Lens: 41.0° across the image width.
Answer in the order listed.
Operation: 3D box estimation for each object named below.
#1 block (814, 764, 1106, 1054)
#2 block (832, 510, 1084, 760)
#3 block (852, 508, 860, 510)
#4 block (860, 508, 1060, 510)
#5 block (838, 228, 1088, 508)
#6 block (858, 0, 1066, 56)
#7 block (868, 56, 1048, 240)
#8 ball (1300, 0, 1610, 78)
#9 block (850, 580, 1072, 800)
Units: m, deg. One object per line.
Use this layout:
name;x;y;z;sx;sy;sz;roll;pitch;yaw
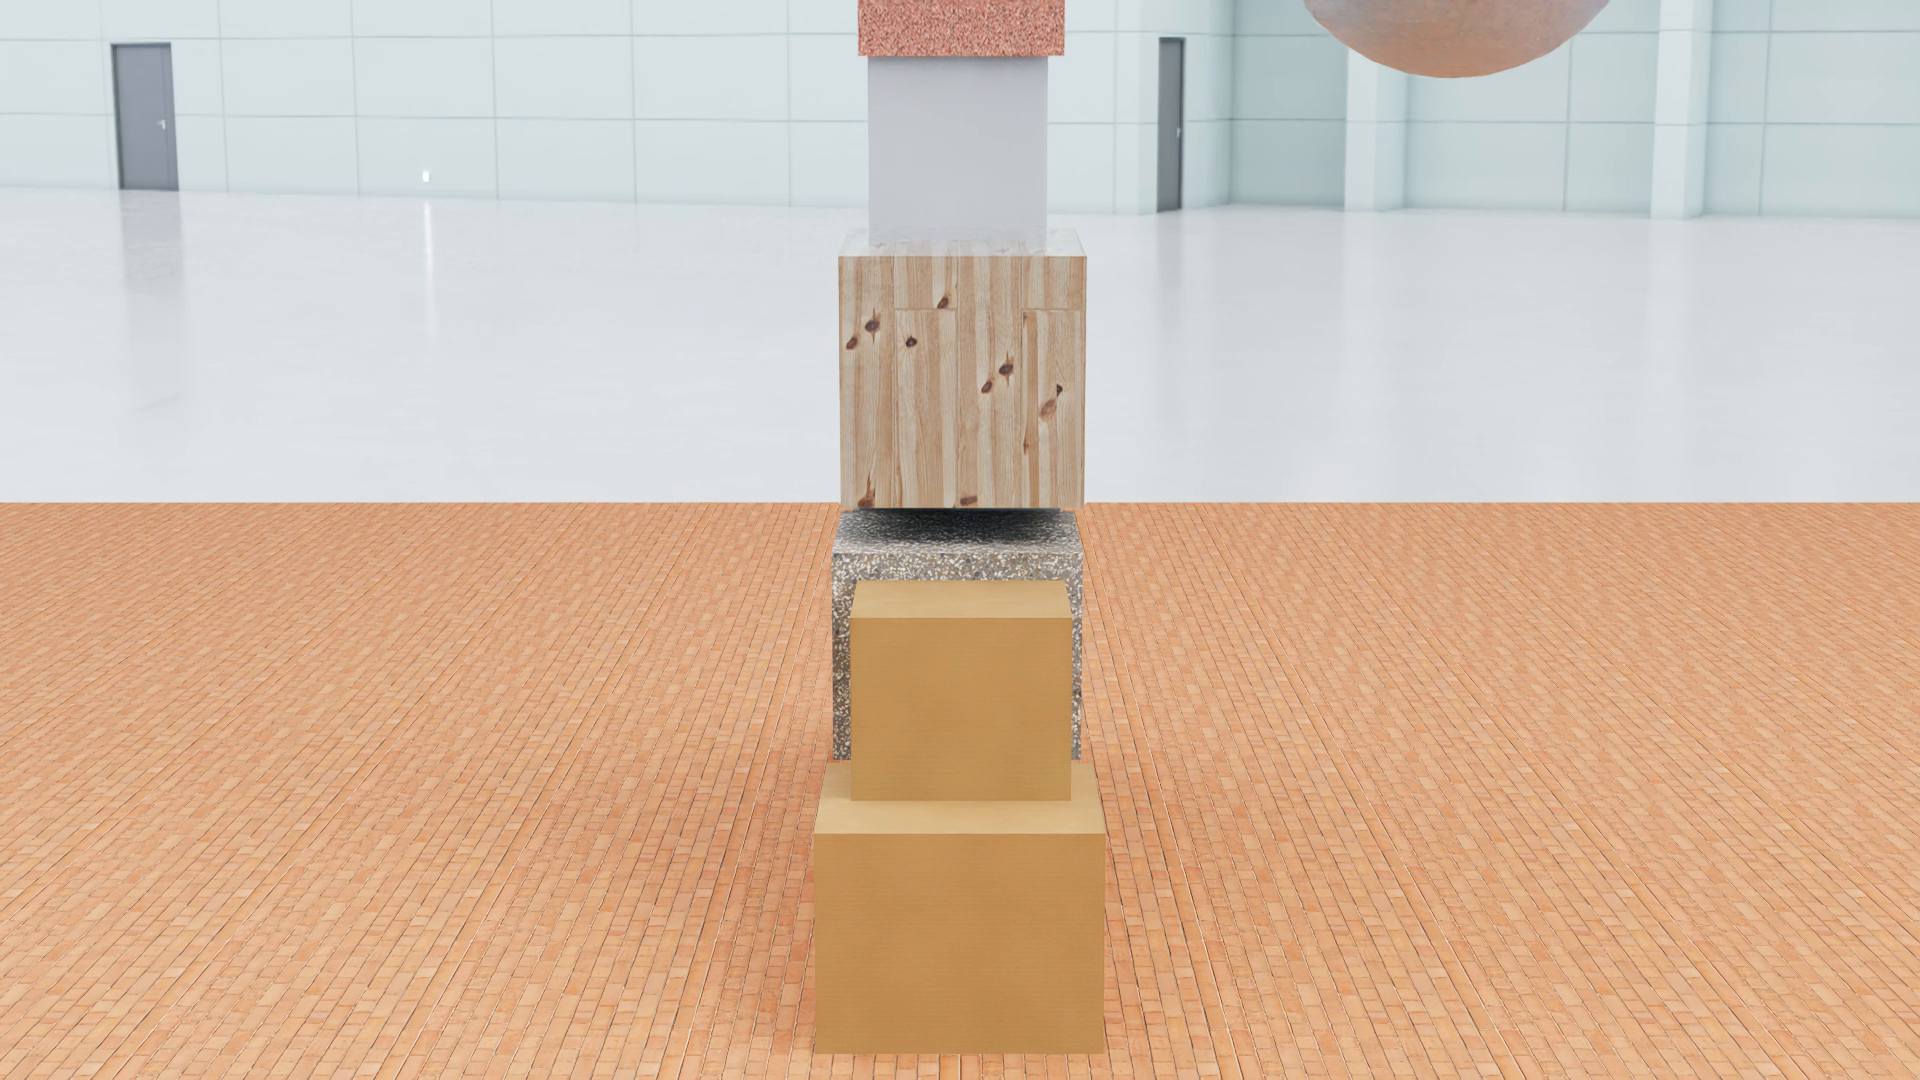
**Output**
block;-0.001;1.371;9.704;1.044;0.830;0.952;0;10;0
block;-0.011;0.378;10.651;0.994;0.845;0.903;0;11;0
block;-0.016;-0.225;12.434;0.966;1.029;0.941;0;11;0
block;0.001;0.119;11.548;0.865;1.024;0.918;0;10;0
block;0.010;-0.736;10.641;0.972;1.008;1.053;0;13;0
block;0.005;-2.426;10.641;0.832;0.792;0.809;0;13;0
block;-0.009;-1.676;10.812;0.732;0.747;0.691;0;13;0
ball;2.074;-2.733;10.683;1.600;1.600;1.600;0;10;0
block;0.004;0.566;9.859;0.820;0.698;0.709;0;10;0
